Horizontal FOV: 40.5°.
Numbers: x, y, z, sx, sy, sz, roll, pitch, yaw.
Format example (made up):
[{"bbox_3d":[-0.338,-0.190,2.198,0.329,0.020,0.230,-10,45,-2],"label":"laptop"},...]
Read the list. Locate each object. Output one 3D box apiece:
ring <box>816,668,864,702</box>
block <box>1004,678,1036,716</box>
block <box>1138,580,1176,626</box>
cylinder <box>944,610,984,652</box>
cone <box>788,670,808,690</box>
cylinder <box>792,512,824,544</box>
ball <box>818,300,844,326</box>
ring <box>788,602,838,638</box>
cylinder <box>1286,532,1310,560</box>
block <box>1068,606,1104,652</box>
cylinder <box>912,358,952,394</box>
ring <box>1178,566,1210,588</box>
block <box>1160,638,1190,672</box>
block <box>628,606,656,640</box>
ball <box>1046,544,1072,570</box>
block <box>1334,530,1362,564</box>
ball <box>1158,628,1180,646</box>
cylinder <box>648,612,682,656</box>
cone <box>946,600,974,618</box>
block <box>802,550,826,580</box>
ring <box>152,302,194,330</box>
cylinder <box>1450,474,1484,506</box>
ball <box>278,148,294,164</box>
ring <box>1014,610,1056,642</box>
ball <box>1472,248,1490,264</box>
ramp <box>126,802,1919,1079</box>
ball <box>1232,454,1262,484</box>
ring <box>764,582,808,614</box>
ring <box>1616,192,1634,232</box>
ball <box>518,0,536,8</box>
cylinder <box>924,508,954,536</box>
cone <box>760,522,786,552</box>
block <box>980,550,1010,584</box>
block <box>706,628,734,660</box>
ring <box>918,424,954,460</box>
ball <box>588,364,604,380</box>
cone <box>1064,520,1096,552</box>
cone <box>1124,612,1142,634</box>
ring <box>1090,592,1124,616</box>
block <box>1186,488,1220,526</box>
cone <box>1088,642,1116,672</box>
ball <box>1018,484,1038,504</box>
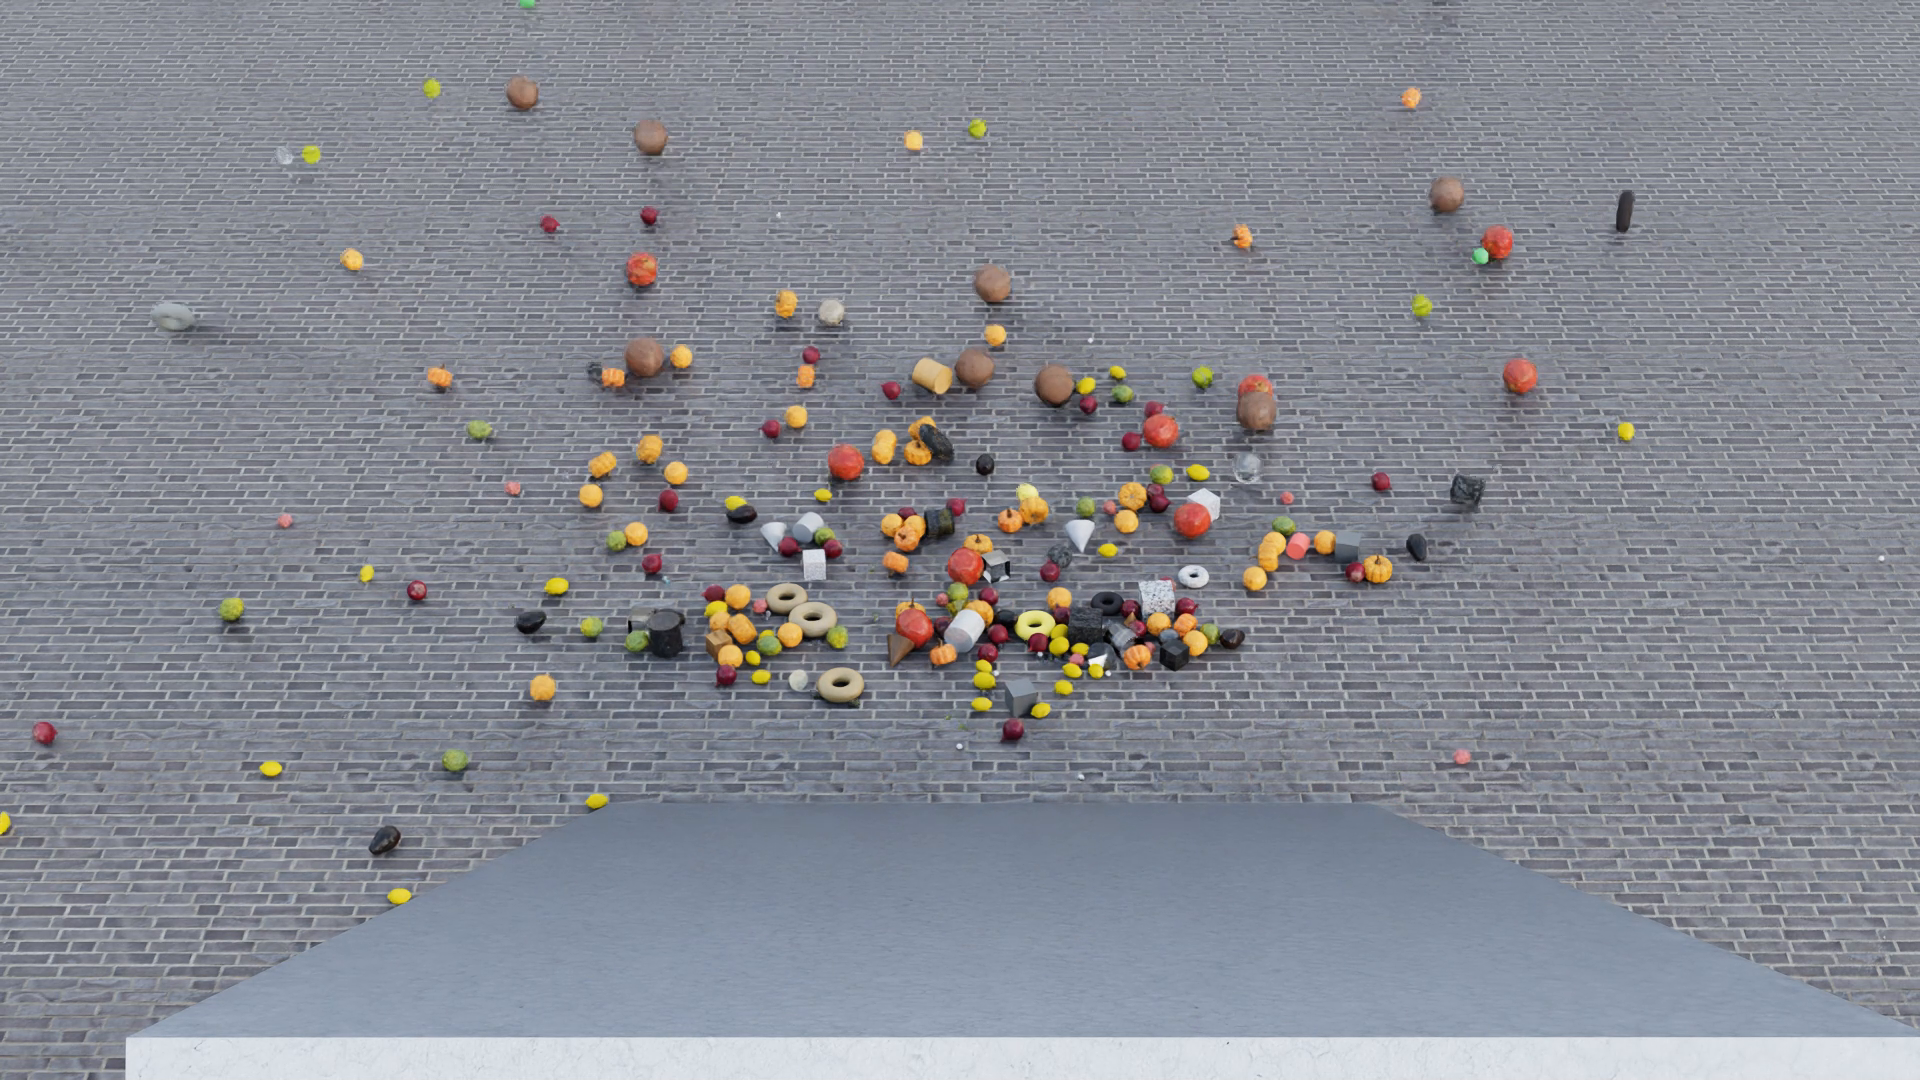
[{"bbox_3d":[-0.338,0.411,7.359,0.135,0.045,0.135,-1,36,1],"label":"ring"},{"bbox_3d":[0.171,0.441,7.296,0.070,0.070,0.070,-11,37,-15],"label":"block"},{"bbox_3d":[0.576,0.186,7.628,0.094,0.094,0.094,-3,36,-4],"label":"block"},{"bbox_3d":[0.013,0.264,7.523,0.091,0.091,0.091,14,38,19],"label":"cylinder"},{"bbox_3d":[-0.474,0.396,7.395,0.061,0.061,0.061,-25,16,-30],"label":"cone"},{"bbox_3d":[-0.465,-0.038,7.961,0.070,0.070,0.070,16,39,21],"label":"cylinder"},{"bbox_3d":[-0.445,-0.786,8.983,0.091,0.091,0.091,0,36,0],"label":"ball"},{"bbox_3d":[-0.431,0.233,7.604,0.145,0.048,0.145,0,34,0],"label":"ring"},{"bbox_3d":[1.028,0.018,7.892,0.058,0.058,0.058,13,38,18],"label":"cylinder"},{"bbox_3d":[0.363,0.261,7.526,0.092,0.092,0.092,4,36,6],"label":"block"},{"bbox_3d":[-0.091,-0.545,8.645,0.095,0.095,0.095,26,43,31],"label":"cylinder"},{"bbox_3d":[0.700,0.109,7.790,0.093,0.031,0.093,0,37,0],"label":"ring"},{"bbox_3d":[0.615,0.330,7.459,0.059,0.059,0.059,-30,45,-35],"label":"block"},{"bbox_3d":[-0.925,0.242,7.573,0.069,0.069,0.069,3,36,4],"label":"block"},{"bbox_3d":[0.300,0.052,7.829,0.077,0.077,0.077,0,36,0],"label":"ball"},{"bbox_3d":[1.175,0.023,7.877,0.069,0.069,0.069,9,37,13],"label":"block"},{"bbox_3d":[0.605,0.286,7.516,0.063,0.063,0.063,0,36,0],"label":"ball"},{"bbox_3d":[-0.852,0.272,7.505,0.094,0.094,0.094,-3,34,2],"label":"cylinder"},{"bbox_3d":[0.004,0.229,7.618,0.080,0.080,0.080,-4,62,-6],"label":"cone"},{"bbox_3d":[-0.437,0.075,7.808,0.065,0.065,0.065,-3,36,-4],"label":"block"},{"bbox_3d":[-2.703,-0.769,8.929,0.140,0.140,0.047,2,65,2],"label":"ring"},{"bbox_3d":[1.582,-0.155,8.113,0.082,0.082,0.082,16,39,22],"label":"cylinder"},{"bbox_3d":[-2.586,-1.473,9.962,0.062,0.062,0.062,0,36,0],"label":"ball"},{"bbox_3d":[0.218,0.251,7.584,0.123,0.041,0.123,-3,36,2],"label":"ring"},{"bbox_3d":[1.871,-1.018,9.332,0.058,0.058,0.058,0,36,0],"label":"ball"},{"bbox_3d":[0.079,0.672,4.867,2.000,0.100,4.000,0,-2,0],"label":"ramp"},{"bbox_3d":[0.908,-0.225,8.200,0.094,0.094,0.094,0,36,0],"label":"ball"},{"bbox_3d":[-0.513,0.174,7.690,0.128,0.043,0.128,-1,37,0],"label":"ring"},{"bbox_3d":[2.431,-1.199,9.506,0.049,0.148,0.148,9,37,15],"label":"ring"},{"bbox_3d":[-1.853,-2.314,11.123,0.072,0.072,0.072,0,36,0],"label":"ball"},{"bbox_3d":[-0.064,-0.054,7.973,0.081,0.081,0.081,-7,36,-9],"label":"cylinder"},{"bbox_3d":[-0.564,0.001,7.934,0.082,0.082,0.082,-6,63,-8],"label":"cone"},{"bbox_3d":[0.106,0.079,7.802,0.065,0.065,0.065,-16,39,-21],"label":"block"},{"bbox_3d":[-0.694,0.303,7.498,0.058,0.058,0.058,-20,40,-26],"label":"block"},{"bbox_3d":[-0.076,-0.315,8.314,0.046,0.139,0.139,-43,36,14],"label":"ring"},{"bbox_3d":[-1.220,-0.564,8.703,0.056,0.056,0.056,0,36,0],"label":"ball"},{"bbox_3d":[0.369,0.001,7.930,0.094,0.094,0.094,-2,62,-3],"label":"cone"},{"bbox_3d":[0.502,0.232,7.592,0.062,0.062,0.062,0,36,0],"label":"cone"},{"bbox_3d":[0.436,0.188,7.678,0.100,0.033,0.100,-1,36,1],"label":"ring"},{"bbox_3d":[0.753,-0.103,8.049,0.072,0.072,0.072,-26,43,-32],"label":"block"},{"bbox_3d":[0.420,0.329,7.478,0.087,0.087,0.087,13,10,18],"label":"cone"},{"bbox_3d":[0.213,-0.142,8.113,0.061,0.061,0.061,0,36,0],"label":"ball"}]
